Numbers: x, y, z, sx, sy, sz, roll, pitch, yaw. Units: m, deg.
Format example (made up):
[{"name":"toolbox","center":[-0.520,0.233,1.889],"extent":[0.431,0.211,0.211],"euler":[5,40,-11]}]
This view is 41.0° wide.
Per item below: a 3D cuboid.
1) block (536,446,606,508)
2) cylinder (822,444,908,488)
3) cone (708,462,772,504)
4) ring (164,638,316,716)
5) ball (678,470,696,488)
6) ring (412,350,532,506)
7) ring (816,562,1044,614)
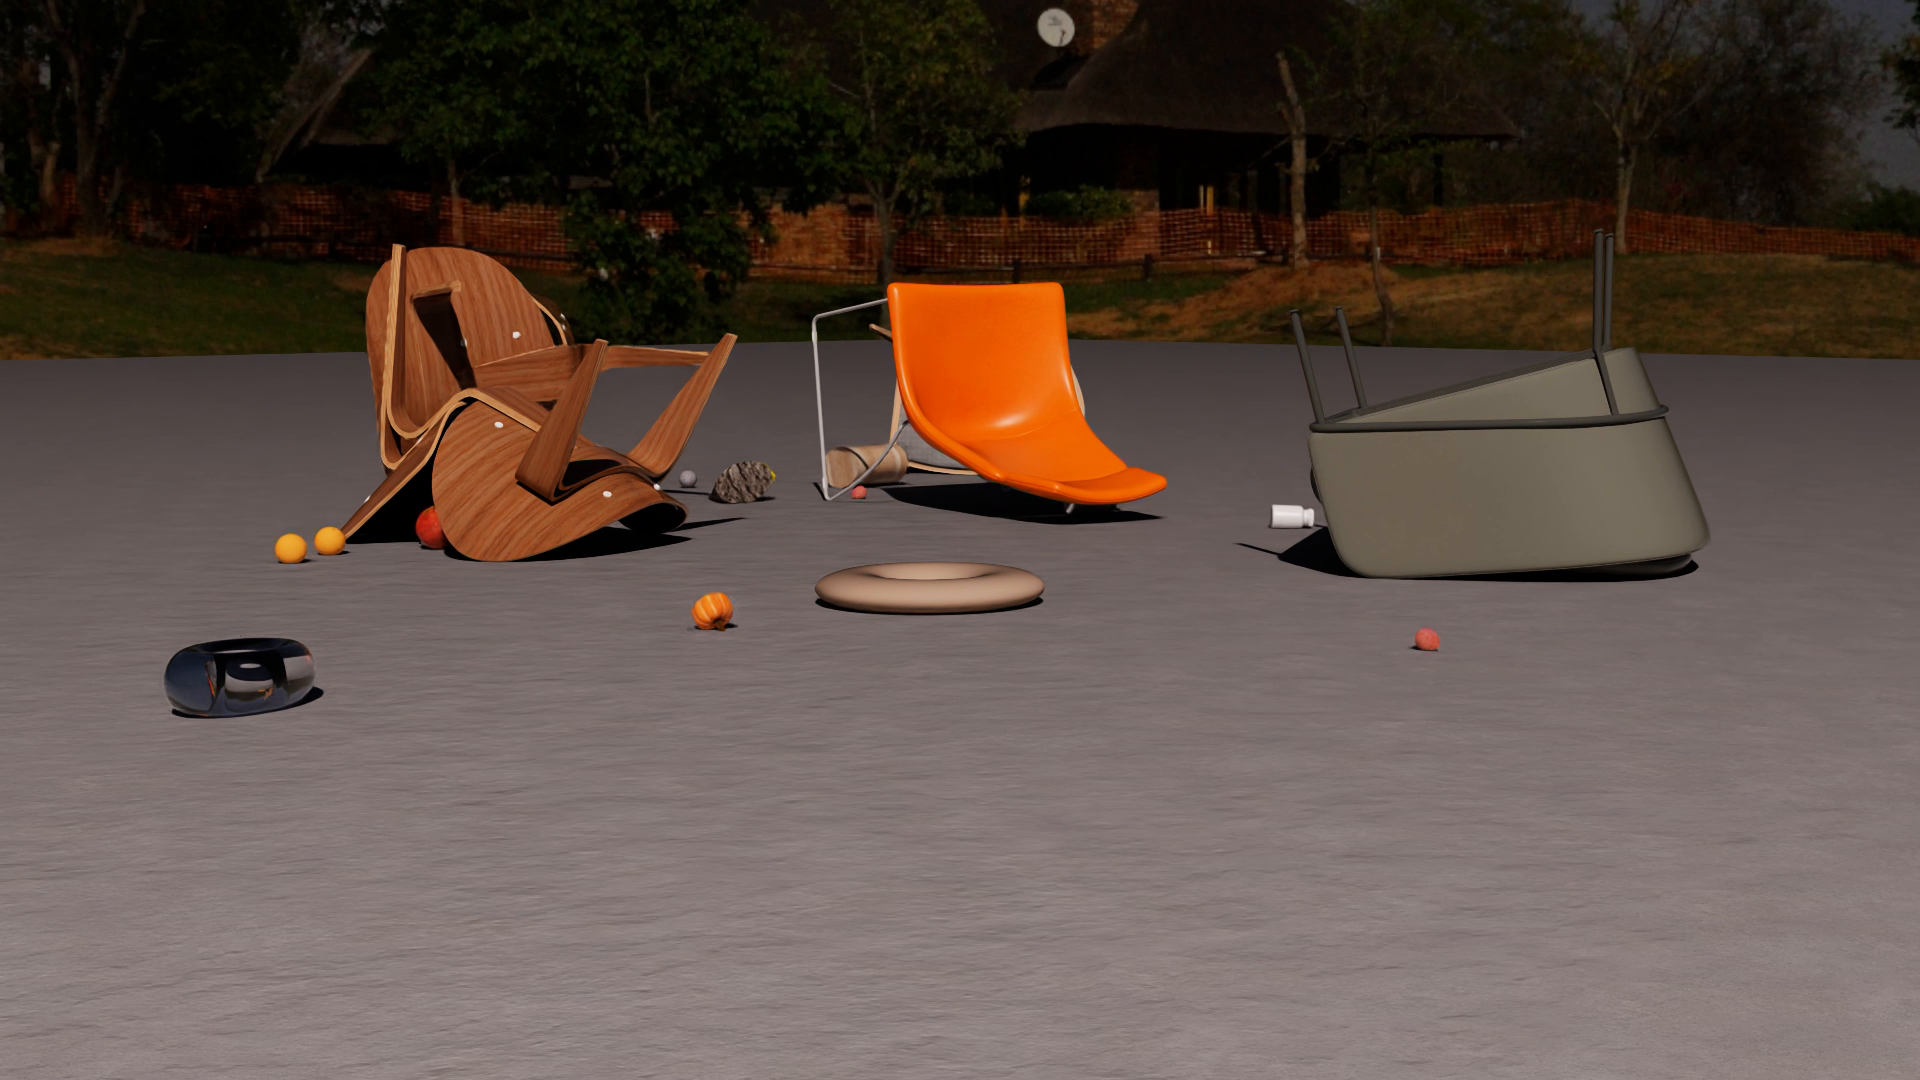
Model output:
[{"name":"block","center":[-1.114,-0.181,7.346],"extent":[0.166,0.168,0.101],"euler":[-5,7,-39]},{"name":"cylinder","center":[-0.297,-0.233,8.040],"extent":[0.211,0.129,0.168],"euler":[-6,-4,-45]},{"name":"cone","center":[-0.687,-0.145,7.533],"extent":[0.179,0.118,0.224],"euler":[-21,1,45]},{"name":"ring","center":[-1.101,0.209,3.926],"extent":[0.186,0.097,0.281],"euler":[4,6,21]},{"name":"ball","center":[-0.846,-0.189,7.977],"extent":[0.056,0.056,0.056],"euler":[0,6,0]},{"name":"ring","center":[-1.390,-0.315,7.326],"extent":[0.165,0.484,0.405],"euler":[23,35,28]},{"name":"ring","center":[-0.060,0.095,5.175],"extent":[0.466,0.066,0.436],"euler":[-2,7,-17]}]
